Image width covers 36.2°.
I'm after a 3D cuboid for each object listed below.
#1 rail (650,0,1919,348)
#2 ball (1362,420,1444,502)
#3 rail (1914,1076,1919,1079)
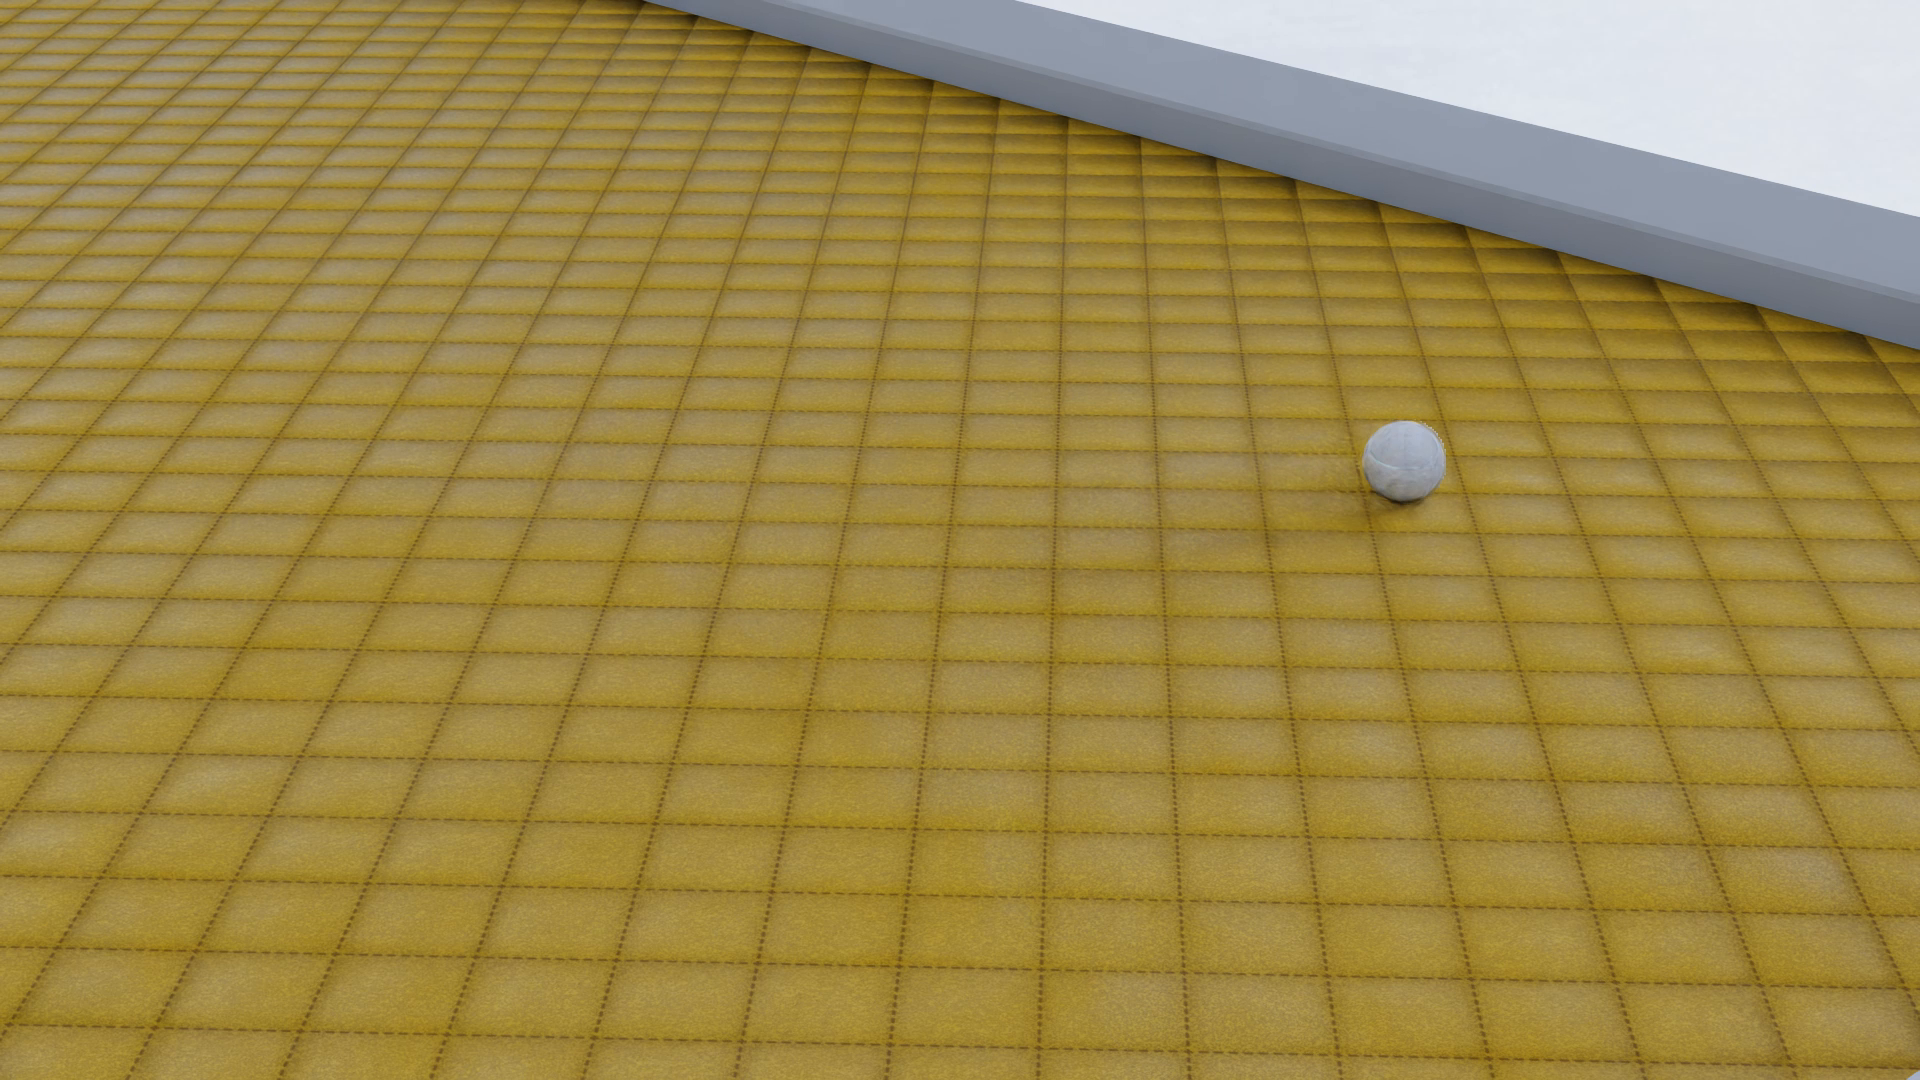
[{"bbox_3d":[0.106,-0.592,3.664,0.045,0.129,3.963,-20,30,-38],"label":"rail"},{"bbox_3d":[0.379,-0.067,2.516,0.070,0.070,0.070,0,23,0],"label":"ball"},{"bbox_3d":[0.655,0.256,1.683,2.157,0.129,0.045,-20,30,-38],"label":"rail"}]
